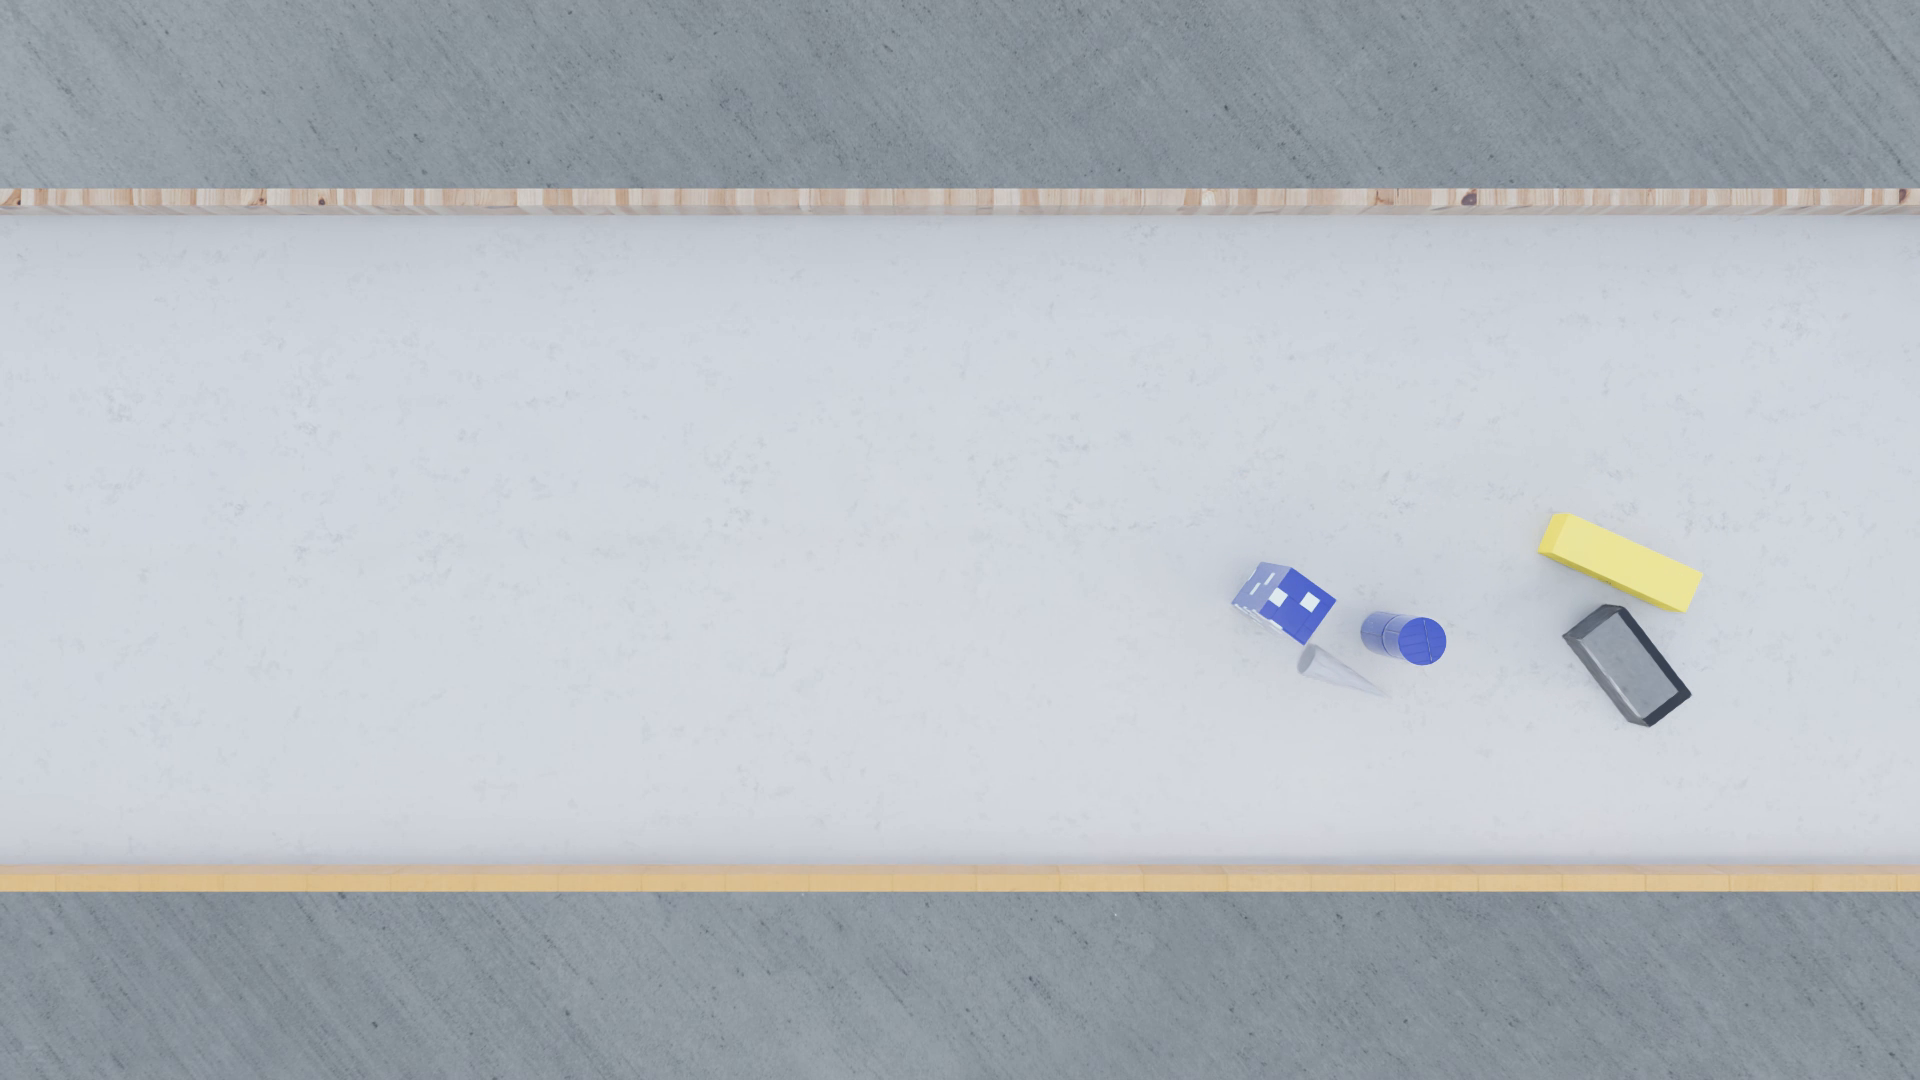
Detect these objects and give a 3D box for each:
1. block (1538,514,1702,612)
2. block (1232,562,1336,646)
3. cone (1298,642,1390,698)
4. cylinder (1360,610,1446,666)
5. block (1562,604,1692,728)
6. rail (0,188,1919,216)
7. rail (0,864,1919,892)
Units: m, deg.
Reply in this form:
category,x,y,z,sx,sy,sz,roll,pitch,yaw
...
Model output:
category,x,y,z,sx,sy,sz,roll,pitch,yaw
block,2.002,0.069,5.012,0.441,0.130,0.130,24,90,0
block,0.951,0.183,4.875,0.160,0.396,0.160,36,90,-3
cone,1.196,0.424,5.052,0.310,0.100,0.100,25,90,-9
cylinder,1.300,0.285,4.857,0.136,0.439,0.136,0,90,0
block,2.018,0.379,4.996,0.161,0.161,0.334,-38,90,0
rail,-2.247,-1.025,5.002,12.000,0.150,0.050,0,90,0
rail,-2.247,1.025,5.001,12.000,0.150,0.050,0,90,0
